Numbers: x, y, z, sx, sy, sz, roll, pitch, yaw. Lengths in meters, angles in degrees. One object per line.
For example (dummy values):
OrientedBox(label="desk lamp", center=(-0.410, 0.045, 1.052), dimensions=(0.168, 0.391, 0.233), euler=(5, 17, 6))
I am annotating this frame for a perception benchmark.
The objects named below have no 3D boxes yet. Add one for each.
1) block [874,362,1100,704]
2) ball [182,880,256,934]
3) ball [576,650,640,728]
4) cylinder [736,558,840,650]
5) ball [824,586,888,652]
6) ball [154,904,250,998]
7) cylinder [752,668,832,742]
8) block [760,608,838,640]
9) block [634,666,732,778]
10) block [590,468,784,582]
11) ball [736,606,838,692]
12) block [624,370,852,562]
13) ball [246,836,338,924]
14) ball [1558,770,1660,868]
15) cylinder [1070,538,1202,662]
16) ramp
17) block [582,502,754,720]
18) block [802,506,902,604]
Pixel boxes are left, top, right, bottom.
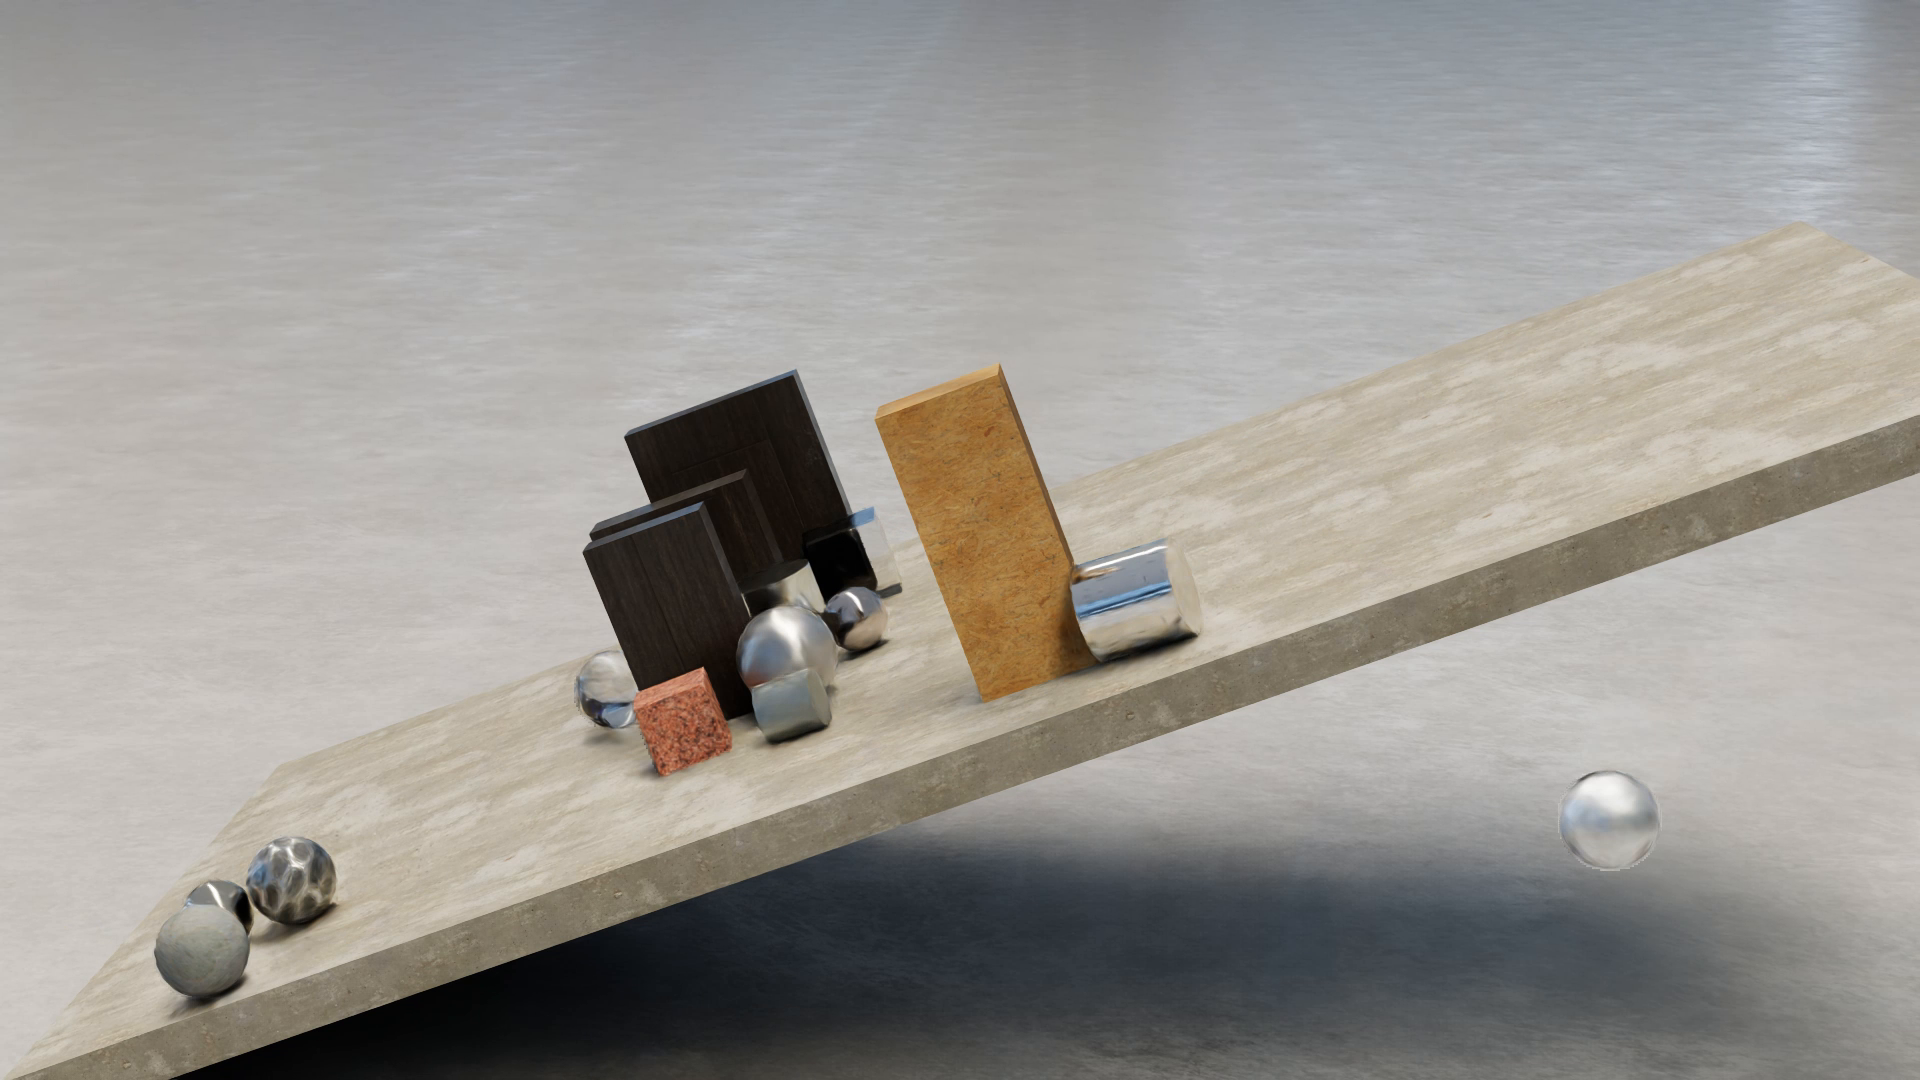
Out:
OrientedBox(label="block", center=(0.060, -0.013, 5.551), dimensions=(0.244, 0.581, 0.132), euler=(-20, 12, 7))
OrientedBox(label="ball", center=(-1.479, 0.749, 5.865), dimensions=(0.144, 0.144, 0.144), euler=(0, 13, 0))
OrientedBox(label="ball", center=(-0.759, 0.328, 6.466), dimensions=(0.172, 0.172, 0.172), euler=(0, 13, 0))
OrientedBox(label="cylinder", center=(-0.389, 0.174, 6.440), dimensions=(0.202, 0.202, 0.202), euler=(-20, 11, 4))
OrientedBox(label="ball", center=(-0.224, 0.169, 6.328), dimensions=(0.140, 0.140, 0.140), euler=(0, 13, 0))
OrientedBox(label="ball", center=(-1.436, 0.778, 5.575), dimensions=(0.175, 0.175, 0.175), euler=(0, 13, 0))
OrientedBox(label="cylinder", center=(-0.335, 0.328, 5.841), dimensions=(0.120, 0.120, 0.120), euler=(-18, 10, 12))
OrientedBox(label="block", center=(-0.347, 0.213, 6.273), dimensions=(0.124, 0.124, 0.124), euler=(4, -2, -27))
OrientedBox(label="block", center=(-0.563, 0.369, 5.978), dimensions=(0.150, 0.150, 0.150), euler=(-21, 11, -1))
OrientedBox(label="block", center=(-0.577, 0.100, 6.592), dimensions=(0.366, 0.409, 0.110), euler=(-20, 12, 7))
OrientedBox(label="ball", center=(-0.356, 0.240, 6.062), dimensions=(0.209, 0.209, 0.209), euler=(0, 13, 0))
OrientedBox(label="block", center=(-0.492, -0.078, 6.949), dimensions=(0.427, 0.533, 0.083), euler=(-20, 12, 7))
OrientedBox(label="ball", center=(-1.329, 0.677, 5.851), dimensions=(0.176, 0.176, 0.176), euler=(0, 13, 0))
OrientedBox(label="ball", center=(1.047, 0.450, 4.745), dimensions=(0.159, 0.159, 0.159), euler=(0, 13, 0))
OrientedBox(label="cylinder", center=(0.329, 0.111, 5.494), dimensions=(0.189, 0.189, 0.189), euler=(-17, 8, 17))
OrientedBox(label="ramp", center=(0.117, 0.176, 6.296), dimensions=(4.000, 0.100, 2.000), euler=(-20, 12, 7))
OrientedBox(label="block", center=(-0.583, 0.174, 6.177), dimensions=(0.262, 0.442, 0.085), euler=(-20, 12, 7))
OrientedBox(label="block", center=(-0.250, 0.051, 6.821), dimensions=(0.179, 0.179, 0.179), euler=(-21, 11, 2))
